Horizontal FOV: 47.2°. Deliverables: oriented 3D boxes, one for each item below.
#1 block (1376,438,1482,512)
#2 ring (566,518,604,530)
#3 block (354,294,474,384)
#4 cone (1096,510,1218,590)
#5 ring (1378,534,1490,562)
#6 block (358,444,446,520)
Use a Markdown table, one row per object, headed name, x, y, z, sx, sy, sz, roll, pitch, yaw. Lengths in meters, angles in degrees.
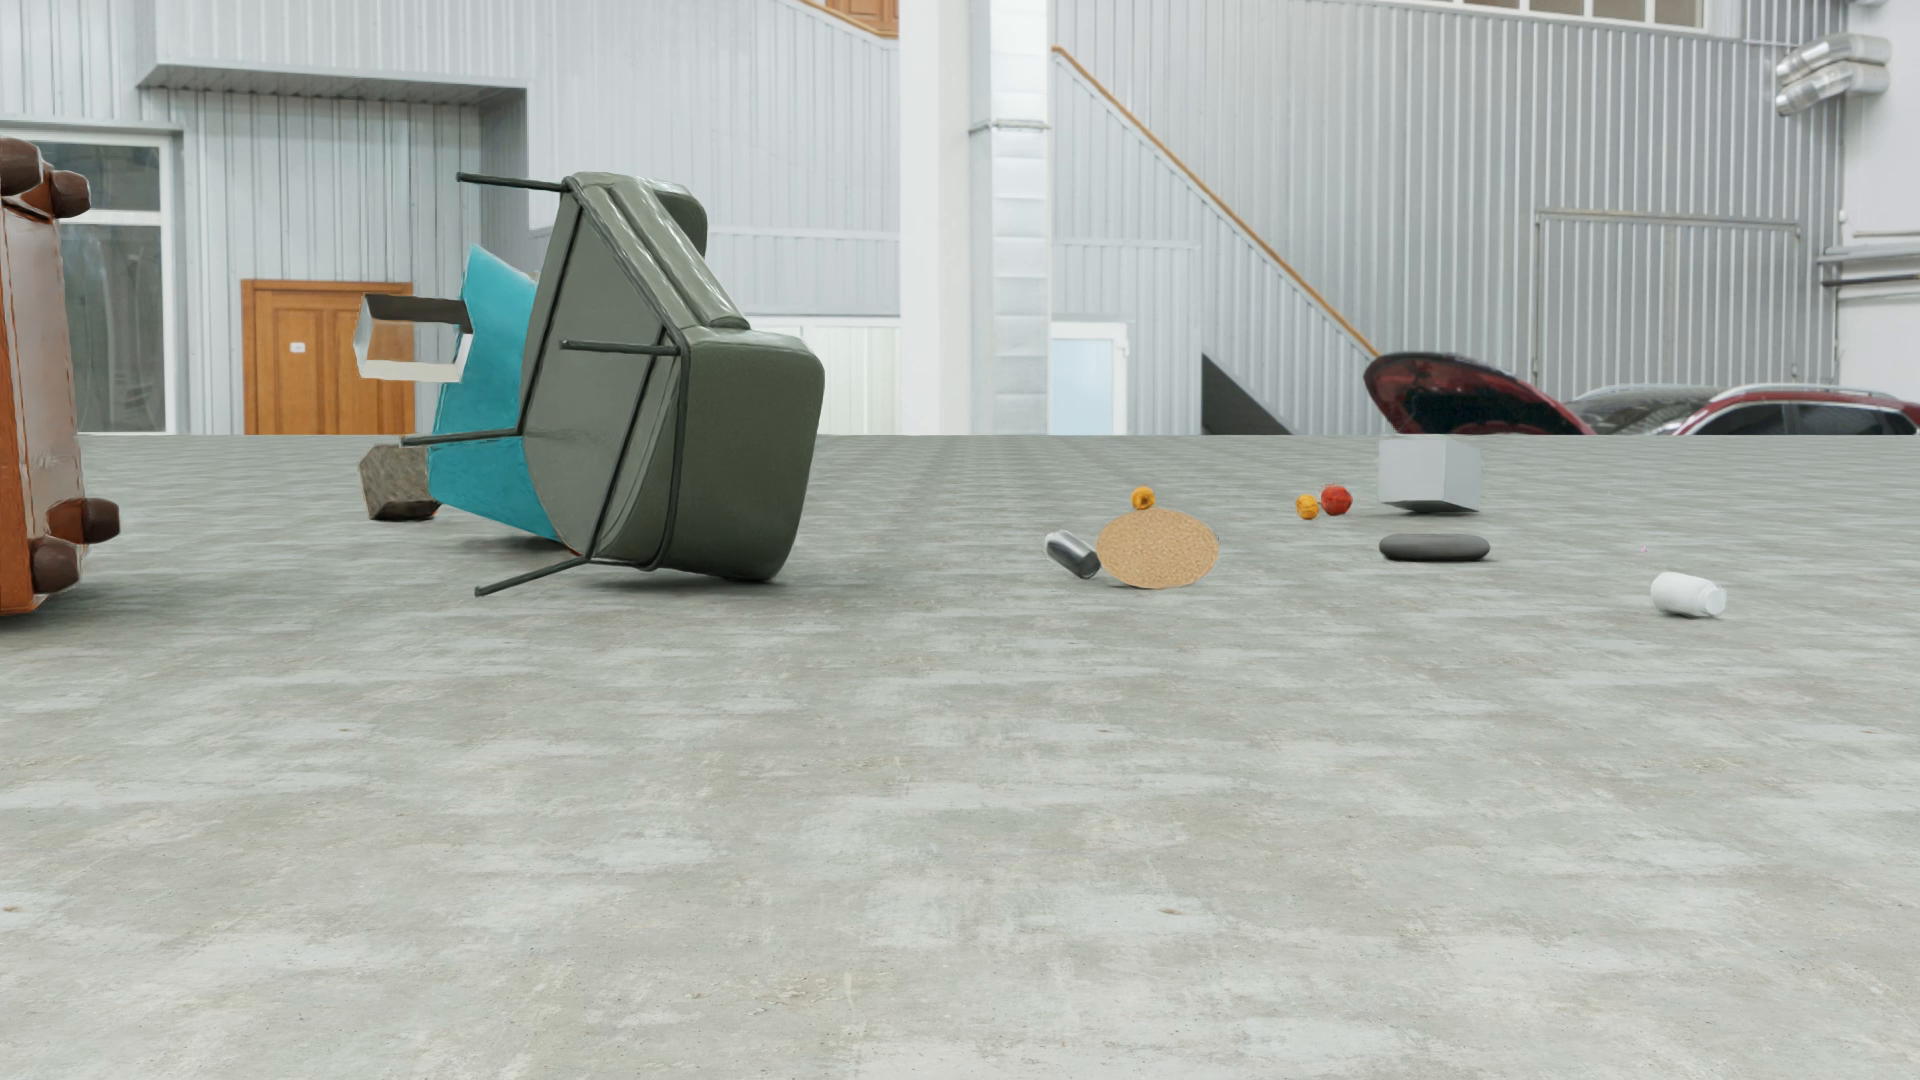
| name | x | y | z | sx | sy | sz | roll | pitch | yaw |
| --- | --- | --- | --- | --- | --- | --- | --- | --- | --- |
| block | 1.681 | -0.231 | 7.869 | 0.255 | 0.223 | 0.303 | 0 | -6 | 37 |
| ring | -1.196 | -0.051 | 7.017 | 0.116 | 0.036 | 0.150 | 2 | 1 | 1 |
| block | -1.441 | -0.530 | 5.794 | 0.262 | 0.174 | 0.136 | 1 | 45 | -29 |
| cone | 0.439 | 0.059 | 5.058 | 0.302 | 0.230 | 0.126 | -13 | -35 | -24 |
| ring | 1.254 | 0.019 | 5.814 | 0.295 | 0.062 | 0.275 | 3 | 4 | 45 |
| block | -1.912 | -0.198 | 7.540 | 0.214 | 0.210 | 0.160 | -3 | -20 | -39 |
